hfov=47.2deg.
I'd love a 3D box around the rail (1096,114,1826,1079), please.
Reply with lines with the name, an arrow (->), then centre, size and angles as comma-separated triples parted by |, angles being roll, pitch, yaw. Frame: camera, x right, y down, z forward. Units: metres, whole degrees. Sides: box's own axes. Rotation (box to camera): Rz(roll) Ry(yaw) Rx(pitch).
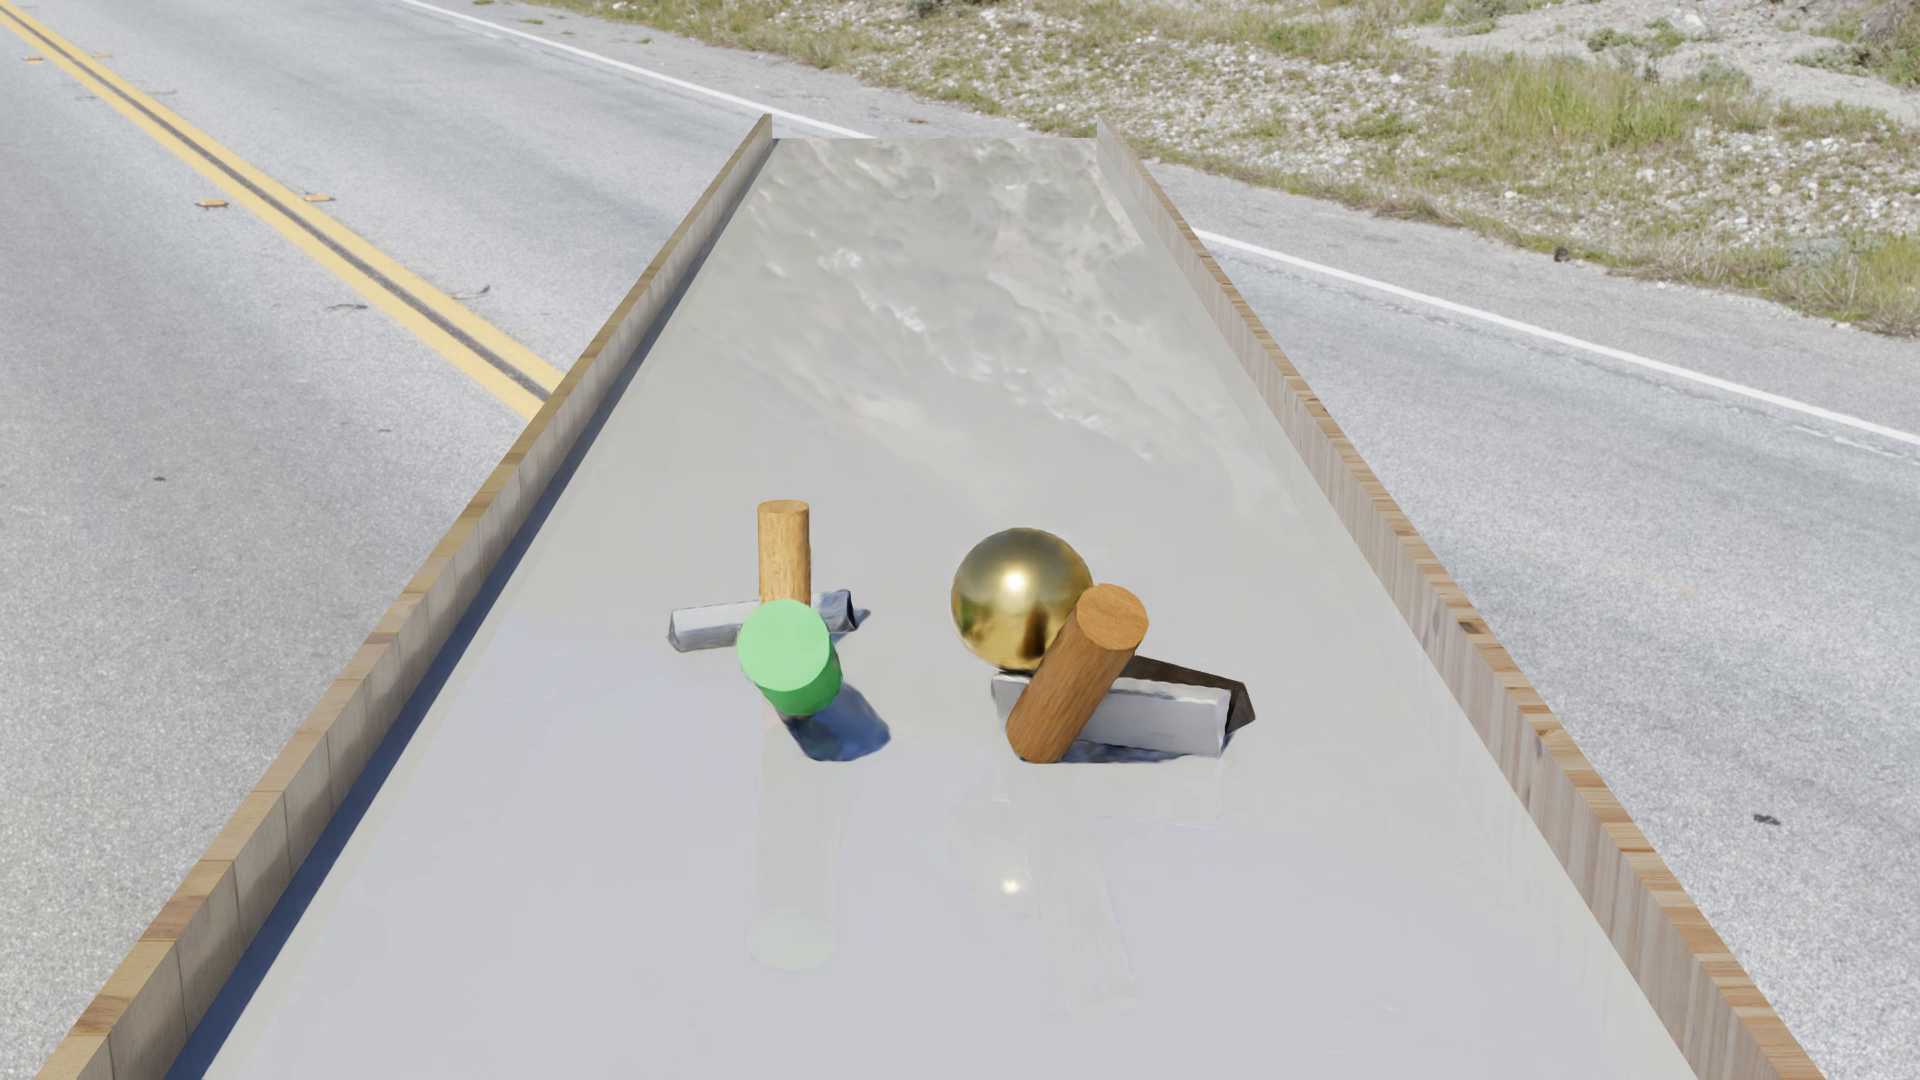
rail -> 0.932, -0.844, 7.801 | 0.050, 0.150, 12.000 | 0, 17, -1

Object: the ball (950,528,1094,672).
ball -> 0.115, 0.109, 4.005 | 0.265, 0.265, 0.265 | 0, 17, 0

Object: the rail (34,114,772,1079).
rail -> -1.118, -0.838, 7.780 | 0.050, 0.150, 12.000 | 0, 17, -1

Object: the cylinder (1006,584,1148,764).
cylinder -> 0.194, 0.234, 3.744 | 0.123, 0.433, 0.123 | 8, 58, -12

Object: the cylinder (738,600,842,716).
cylinder -> -0.296, 0.214, 3.898 | 0.154, 0.154, 0.454 | 0, -10, 0

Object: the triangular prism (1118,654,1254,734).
triangular prism -> 0.376, 0.269, 4.165 | 0.373, 0.085, 0.098 | 13, 21, 38

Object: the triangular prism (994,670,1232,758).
triangular prism -> 0.268, 0.289, 3.958 | 0.411, 0.128, 0.111 | 6, -23, 18

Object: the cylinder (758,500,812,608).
cylinder -> -0.347, 0.088, 4.366 | 0.102, 0.322, 0.102 | 0, 17, 0

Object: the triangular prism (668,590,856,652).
triangular prism -> -0.409, 0.160, 4.548 | 0.380, 0.077, 0.088 | -6, 18, -21
